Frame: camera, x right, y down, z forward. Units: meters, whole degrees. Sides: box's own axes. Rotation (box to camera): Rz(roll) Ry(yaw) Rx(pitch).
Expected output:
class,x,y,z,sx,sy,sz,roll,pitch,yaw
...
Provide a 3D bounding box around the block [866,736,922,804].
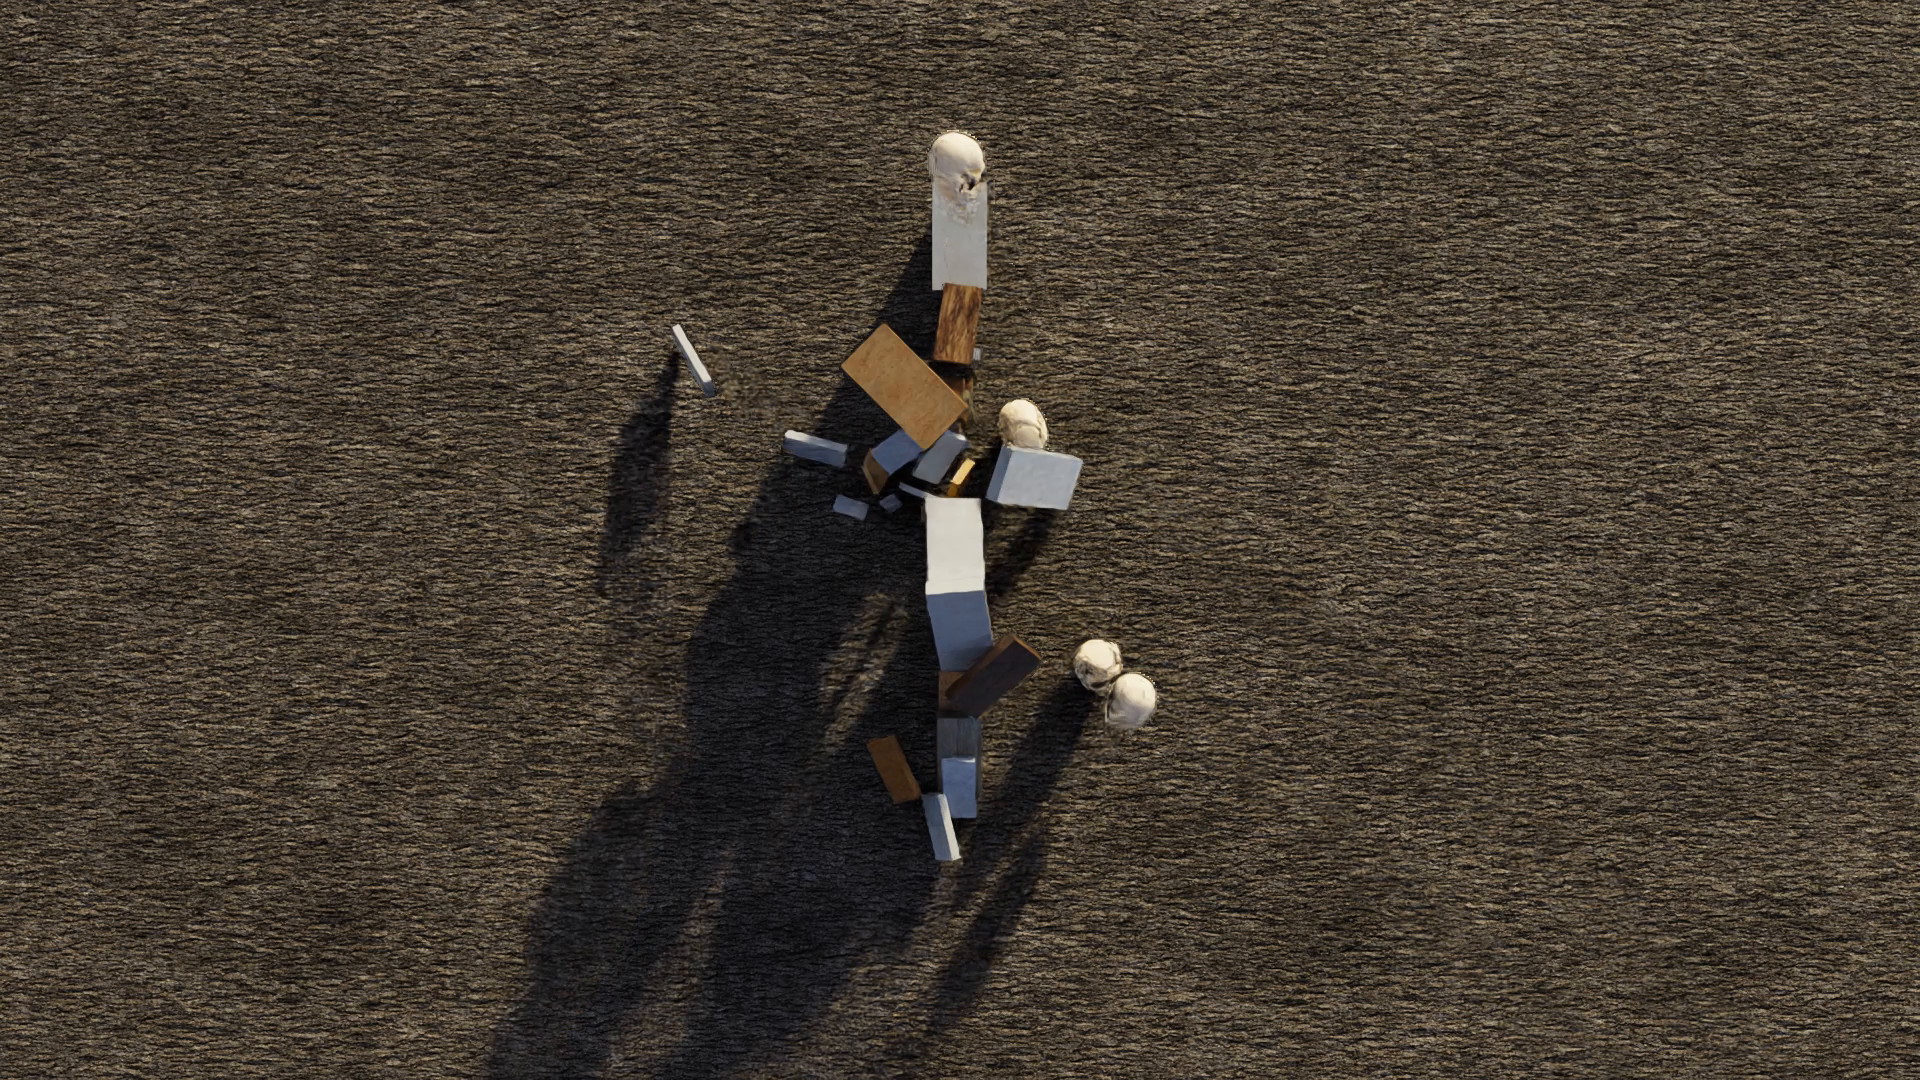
class,x,y,z,sx,sy,sz,roll,pitch,yaw
block,-0.216,0.758,5.443,0.109,0.031,0.219,-21,96,41

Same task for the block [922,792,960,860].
class,x,y,z,sx,sy,sz,roll,pitch,yaw
block,-0.064,0.946,5.445,0.031,0.109,0.219,-13,90,-32

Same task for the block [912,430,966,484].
class,x,y,z,sx,sy,sz,roll,pitch,yaw
block,-0.070,-0.267,5.261,0.095,0.027,0.190,19,125,-23

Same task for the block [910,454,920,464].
class,x,y,z,sx,sy,sz,roll,pitch,yaw
block,-0.162,-0.274,5.460,0.158,0.079,0.022,11,83,0

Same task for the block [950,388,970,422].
class,x,y,z,sx,sy,sz,roll,pitch,yaw
block,-0.082,-0.426,5.071,0.178,0.356,0.050,12,87,7

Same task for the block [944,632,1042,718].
class,x,y,z,sx,sy,sz,roll,pitch,yaw
block,0.105,0.432,5.234,0.290,0.041,0.145,-43,129,11

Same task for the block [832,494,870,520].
class,x,y,z,sx,sy,sz,roll,pitch,yaw
block,-0.362,-0.108,5.477,0.112,0.016,0.056,19,72,3

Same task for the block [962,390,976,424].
class,x,y,z,sx,sy,sz,roll,pitch,yaw
block,-0.015,-0.436,5.384,0.110,0.221,0.031,2,72,7

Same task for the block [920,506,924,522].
class,x,y,z,sx,sy,sz,roll,pitch,yaw
block,-0.076,-0.084,5.492,0.112,0.016,0.056,2,90,0

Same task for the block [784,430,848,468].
class,x,y,z,sx,sy,sz,roll,pitch,yaw
block,-0.478,-0.301,5.447,0.206,0.103,0.029,15,62,0

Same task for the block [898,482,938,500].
class,x,y,z,sx,sy,sz,roll,pitch,yaw
block,-0.127,-0.151,5.460,0.158,0.079,0.022,22,89,0

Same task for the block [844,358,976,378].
class,x,y,z,sx,sy,sz,roll,pitch,yaw
block,-0.149,-0.536,5.130,0.178,0.423,0.050,8,99,37

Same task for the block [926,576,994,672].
class,x,y,z,sx,sy,sz,roll,pitch,yaw
block,0.008,0.277,5.154,0.177,0.448,0.050,-5,51,4

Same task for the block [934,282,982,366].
class,x,y,z,sx,sy,sz,roll,pitch,yaw
block,-0.005,-0.662,5.059,0.118,0.034,0.237,8,89,1

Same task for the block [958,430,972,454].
class,x,y,z,sx,sy,sz,roll,pitch,yaw
block,-0.050,-0.349,5.400,0.110,0.221,0.031,-32,55,1

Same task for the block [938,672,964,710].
class,x,y,z,sx,sy,sz,roll,pitch,yaw
block,0.001,0.538,5.381,0.145,0.290,0.041,1,46,-1

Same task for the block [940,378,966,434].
class,x,y,z,sx,sy,sz,roll,pitch,yaw
block,-0.049,-0.410,5.269,0.110,0.031,0.221,6,102,9

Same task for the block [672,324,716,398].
class,x,y,z,sx,sy,sz,roll,pitch,yaw
block,-0.872,-0.587,5.403,0.027,0.095,0.242,-28,67,-11

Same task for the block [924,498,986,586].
class,x,y,z,sx,sy,sz,roll,pitch,yaw
block,-0.017,0.041,5.195,0.177,0.050,0.355,0,71,-8

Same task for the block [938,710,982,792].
class,x,y,z,sx,sy,sz,roll,pitch,yaw
block,-0.002,0.696,5.417,0.145,0.041,0.290,0,116,0

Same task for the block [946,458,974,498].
class,x,y,z,sx,sy,sz,roll,pitch,yaw
block,-0.008,-0.173,5.349,0.029,0.206,0.103,31,62,5

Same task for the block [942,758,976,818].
class,x,y,z,sx,sy,sz,roll,pitch,yaw
block,-0.003,0.817,5.437,0.109,0.031,0.219,-1,116,0

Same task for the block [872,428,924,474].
class,x,y,z,sx,sy,sz,roll,pitch,yaw
block,-0.180,-0.301,5.269,0.190,0.027,0.095,-36,111,15

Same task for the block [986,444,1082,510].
class,x,y,z,sx,sy,sz,roll,pitch,yaw
block,0.243,-0.200,5.335,0.050,0.355,0.177,28,105,40

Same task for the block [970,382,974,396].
class,x,y,z,sx,sy,sz,roll,pitch,yaw
block,0.003,-0.489,5.418,0.081,0.162,0.023,2,79,0

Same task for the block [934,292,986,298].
class,x,y,z,sx,sy,sz,roll,pitch,yaw
block,-0.002,-0.831,5.331,0.169,0.338,0.048,0,90,0

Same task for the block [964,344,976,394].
class,x,y,z,sx,sy,sz,roll,pitch,yaw
block,0.004,-0.555,5.325,0.081,0.023,0.162,4,90,0

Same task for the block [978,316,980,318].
class,x,y,z,sx,sy,sz,roll,pitch,yaw
block,0.002,-0.731,5.289,0.118,0.422,0.034,0,90,0

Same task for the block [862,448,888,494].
class,x,y,z,sx,sy,sz,roll,pitch,yaw
block,-0.277,-0.225,5.413,0.022,0.158,0.079,12,62,22

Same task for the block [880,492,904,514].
class,x,y,z,sx,sy,sz,roll,pitch,yaw
block,-0.227,-0.120,5.443,0.056,0.112,0.016,-31,72,4

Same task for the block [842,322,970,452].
class,x,y,z,sx,sy,sz,roll,pitch,yaw
block,-0.161,-0.451,4.875,0.356,0.050,0.178,45,95,5

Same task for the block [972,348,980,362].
class,x,y,z,sx,sy,sz,roll,pitch,yaw
block,0.004,-0.588,5.193,0.118,0.237,0.034,8,94,1

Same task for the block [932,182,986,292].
class,x,y,z,sx,sy,sz,roll,pitch,yaw
block,-0.002,-0.944,5.139,0.169,0.048,0.337,0,90,0
